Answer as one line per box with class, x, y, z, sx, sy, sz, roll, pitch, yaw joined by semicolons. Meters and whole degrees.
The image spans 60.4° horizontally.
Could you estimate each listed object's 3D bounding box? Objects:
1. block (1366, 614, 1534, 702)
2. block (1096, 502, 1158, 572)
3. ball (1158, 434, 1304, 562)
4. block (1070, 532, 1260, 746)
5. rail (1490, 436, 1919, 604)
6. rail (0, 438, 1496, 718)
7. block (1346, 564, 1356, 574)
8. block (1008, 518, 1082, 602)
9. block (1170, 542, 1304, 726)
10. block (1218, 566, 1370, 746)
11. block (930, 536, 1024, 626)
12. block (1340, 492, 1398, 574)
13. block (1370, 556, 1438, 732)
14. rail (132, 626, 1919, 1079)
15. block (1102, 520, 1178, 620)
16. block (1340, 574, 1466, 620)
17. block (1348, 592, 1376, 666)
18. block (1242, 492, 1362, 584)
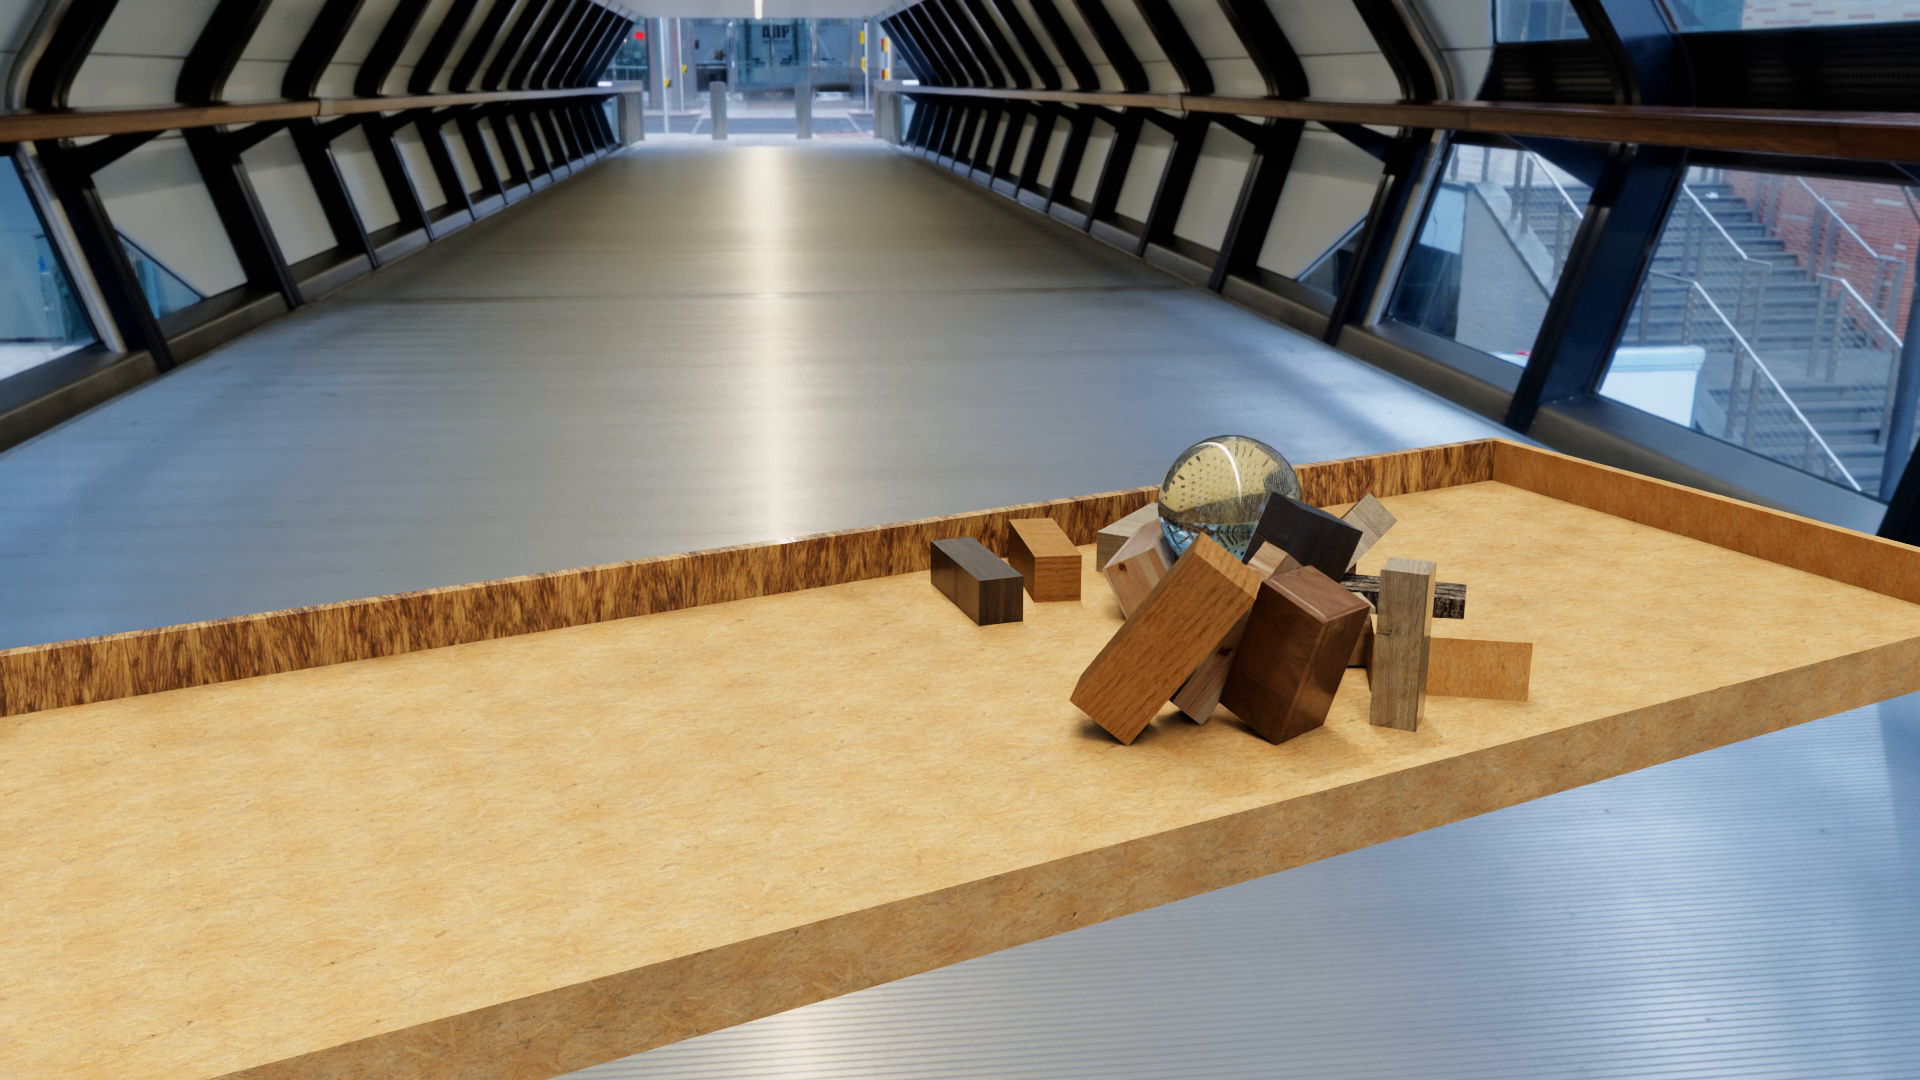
block;1.211;0.291;4.098;0.373;0.151;0.151;3;17;10
block;0.571;-0.004;5.147;0.125;0.125;0.399;10;19;29
ball;0.746;-0.091;4.552;0.399;0.399;0.399;0;16;0
block;0.466;0.225;3.753;0.170;0.460;0.170;38;21;1
rail;2.466;-0.048;5.253;0.050;0.150;2.100;-9;18;-27
rail;-3.305;0.497;3.399;12.000;0.150;0.050;-9;18;-27
block;0.951;0.071;4.857;0.415;0.144;0.144;-6;18;-21
block;0.249;0.056;4.921;0.137;0.137;0.400;-3;17;-9
block;0.646;0.219;3.895;0.106;0.439;0.106;38;1;-25
block;0.765;0.263;3.785;0.180;0.341;0.180;-14;40;-40
block;0.044;0.114;4.735;0.131;0.131;0.414;-6;17;-19
block;1.000;0.062;4.519;0.450;0.110;0.110;-41;-7;-22
block;1.033;0.243;3.849;0.108;0.383;0.108;7;18;24
rail;-2.336;1.006;1.665;12.000;0.150;0.050;-9;18;-27
block;0.571;0.064;4.743;0.164;0.164;0.454;-24;6;24
block;1.188;0.192;4.449;0.328;0.142;0.142;5;17;17
block;0.887;0.230;4.284;0.340;0.152;0.152;0;13;-1
block;0.793;0.129;4.075;0.176;0.438;0.176;19;10;-18
